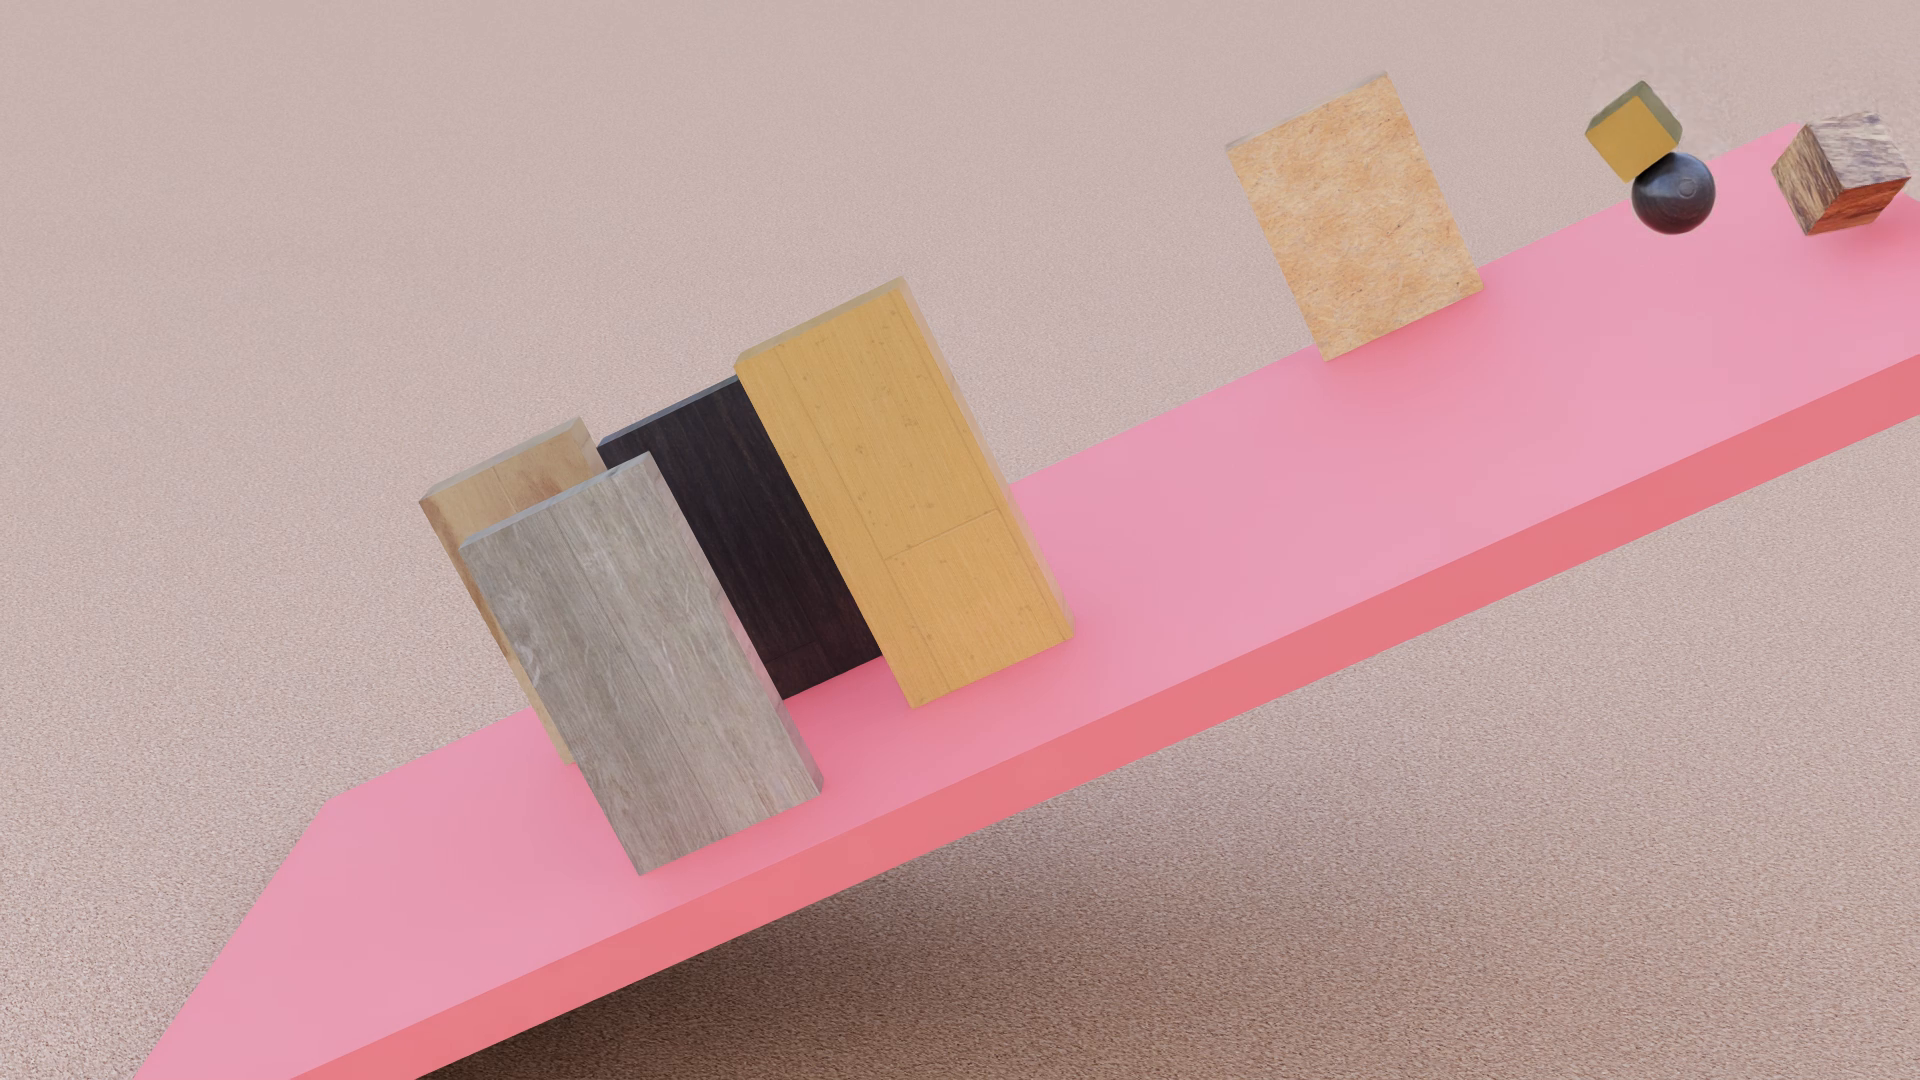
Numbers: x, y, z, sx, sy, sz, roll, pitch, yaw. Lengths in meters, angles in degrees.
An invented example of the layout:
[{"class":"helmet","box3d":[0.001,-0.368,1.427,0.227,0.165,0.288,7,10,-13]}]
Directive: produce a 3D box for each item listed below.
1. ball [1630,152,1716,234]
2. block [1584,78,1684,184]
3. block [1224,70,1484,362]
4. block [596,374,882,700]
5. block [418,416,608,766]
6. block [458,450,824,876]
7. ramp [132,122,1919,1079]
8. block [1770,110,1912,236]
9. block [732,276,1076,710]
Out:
[{"class":"ball","box3d":[1.412,-0.686,5.820,0.164,0.164,0.164,0,16,0]},{"class":"block","box3d":[1.328,-0.804,5.793,0.128,0.128,0.128,-38,7,28]},{"class":"block","box3d":[0.916,-0.751,6.831,0.406,0.550,0.092,-25,14,10]},{"class":"block","box3d":[-0.450,0.006,6.336,0.383,0.675,0.087,-25,14,10]},{"class":"block","box3d":[-0.882,0.118,6.697,0.386,0.696,0.135,-25,14,10]},{"class":"block","box3d":[-0.604,0.242,5.626,0.396,0.731,0.086,-25,14,10]},{"class":"ramp","box3d":[0.138,0.168,6.281,4.000,0.100,2.000,-25,14,10]},{"class":"block","box3d":[1.732,-0.722,5.787,0.161,0.161,0.161,-12,-24,-20]},{"class":"block","box3d":[-0.104,-0.090,5.810,0.359,0.778,0.124,-25,14,10]}]
